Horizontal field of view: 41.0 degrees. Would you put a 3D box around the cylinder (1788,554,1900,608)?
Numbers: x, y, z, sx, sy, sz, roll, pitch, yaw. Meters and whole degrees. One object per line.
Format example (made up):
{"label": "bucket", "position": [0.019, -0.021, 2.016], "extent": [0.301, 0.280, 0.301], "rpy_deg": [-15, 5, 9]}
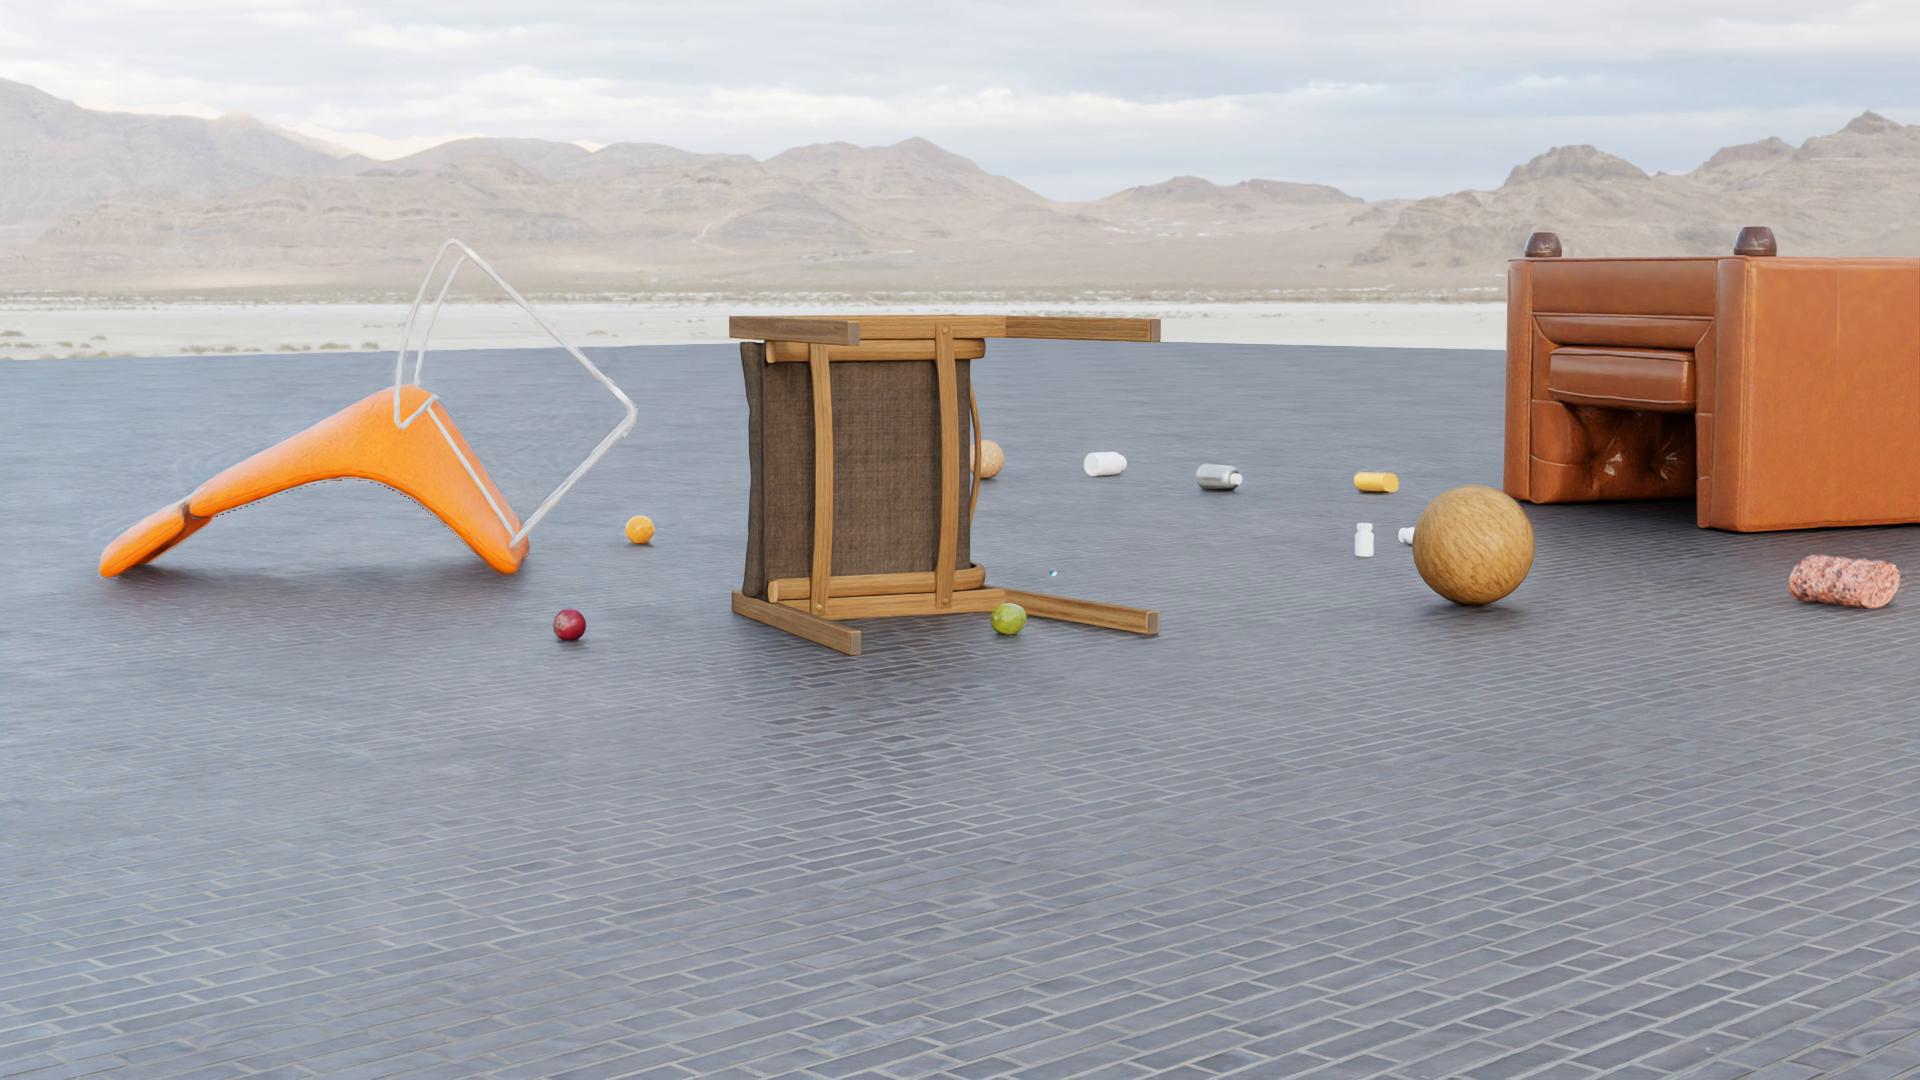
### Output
{"label": "cylinder", "position": [1.779, 0.083, 5.162], "extent": [0.138, 0.088, 0.163], "rpy_deg": [-19, 16, -33]}

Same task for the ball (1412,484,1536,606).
{"label": "ball", "position": [1.027, 0.010, 5.135], "extent": [0.242, 0.242, 0.242], "rpy_deg": [0, 6, 0]}

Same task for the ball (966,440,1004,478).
{"label": "ball", "position": [0.082, -0.263, 8.349], "extent": [0.126, 0.126, 0.126], "rpy_deg": [0, 6, 0]}

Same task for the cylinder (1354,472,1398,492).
{"label": "cylinder", "position": [1.273, -0.177, 7.838], "extent": [0.092, 0.058, 0.130], "rpy_deg": [4, -2, 32]}
